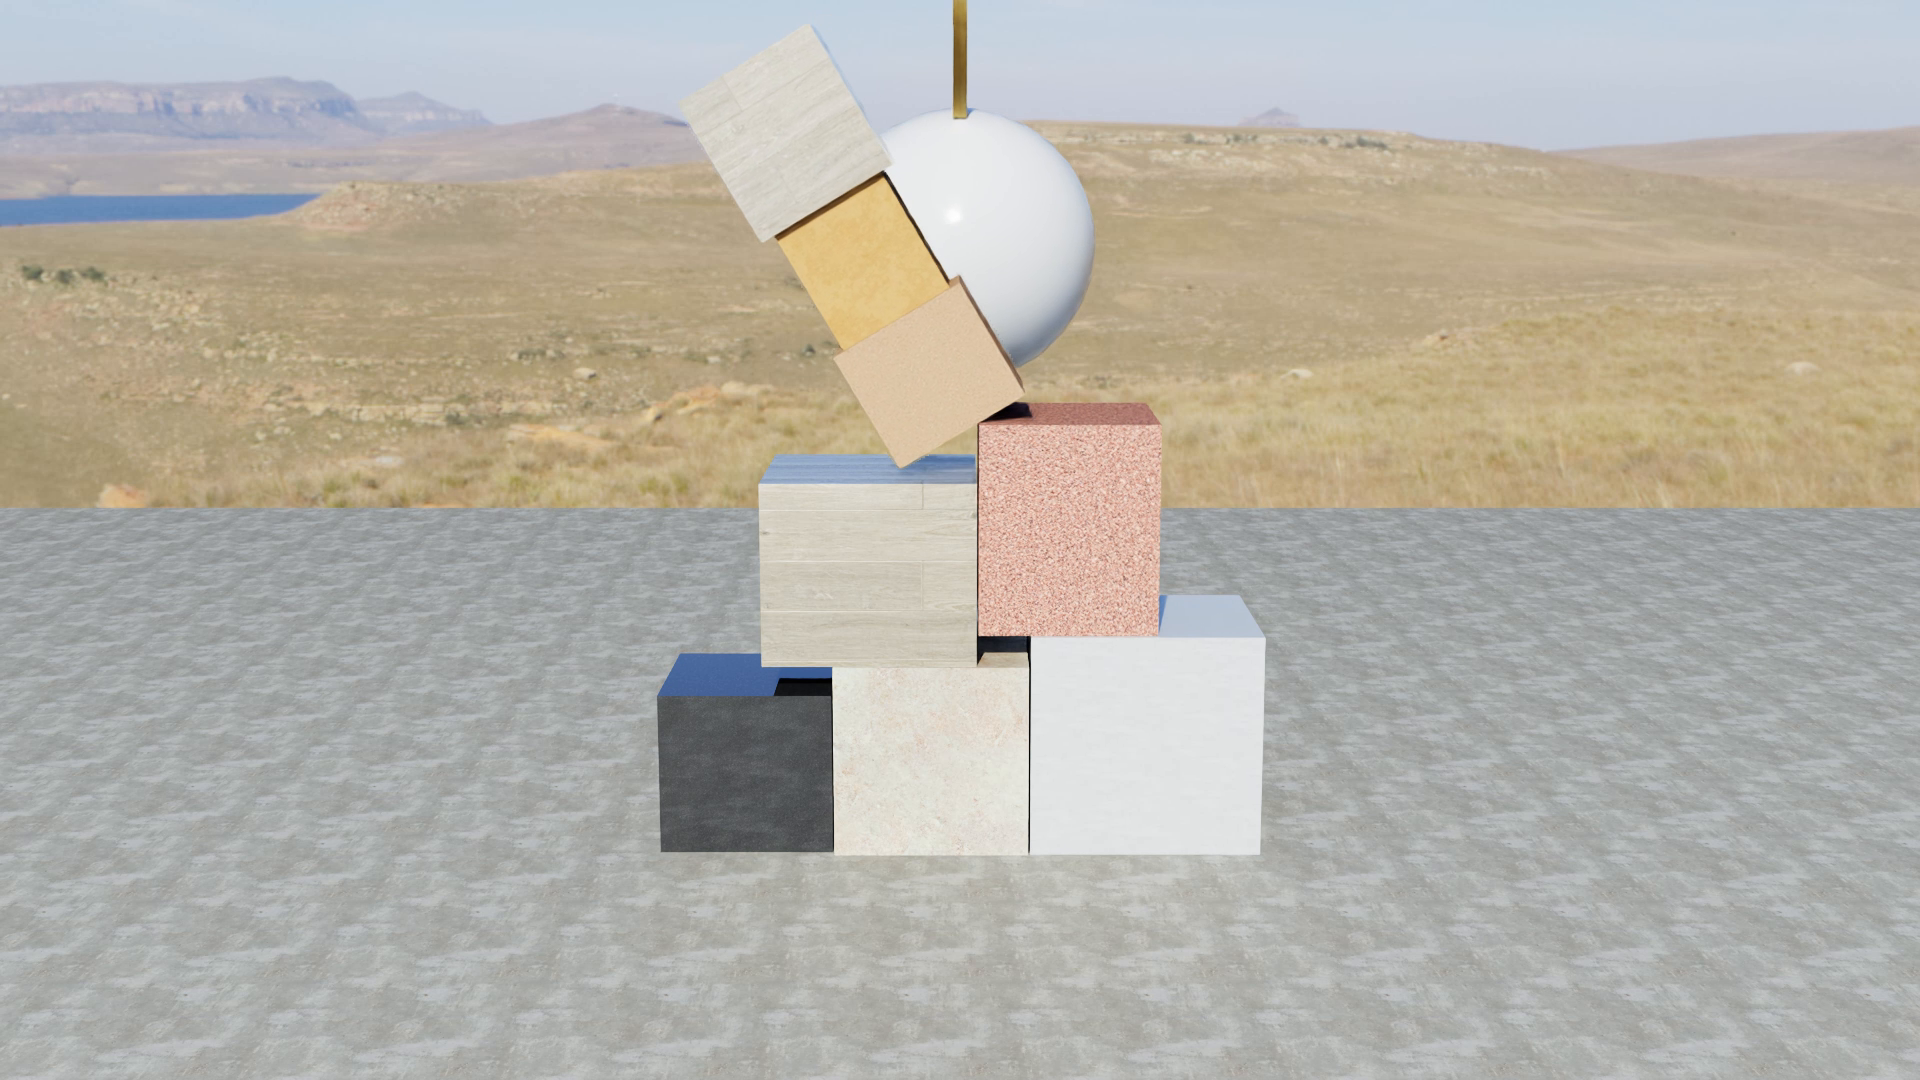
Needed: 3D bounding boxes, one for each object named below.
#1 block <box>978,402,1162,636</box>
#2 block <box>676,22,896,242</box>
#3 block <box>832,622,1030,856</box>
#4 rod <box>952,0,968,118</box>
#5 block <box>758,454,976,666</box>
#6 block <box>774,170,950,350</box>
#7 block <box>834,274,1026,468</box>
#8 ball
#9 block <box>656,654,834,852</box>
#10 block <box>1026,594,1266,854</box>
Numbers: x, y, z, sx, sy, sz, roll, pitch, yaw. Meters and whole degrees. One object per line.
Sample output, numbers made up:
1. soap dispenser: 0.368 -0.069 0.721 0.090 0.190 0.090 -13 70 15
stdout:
1. block: 0.533 -0.125 11.156 0.882 1.041 0.926 0 10 0
2. block: -0.833 -1.996 10.811 0.732 0.767 0.722 -30 9 5
3. block: -0.143 1.002 11.380 0.963 0.957 1.068 0 10 0
4. rod: 0.000 -4.662 11.246 0.080 5.200 0.080 0 31 0
5. block: -0.446 0.085 11.209 1.055 0.908 1.016 0 10 0
6. block: -0.473 -1.397 10.915 0.600 0.647 0.587 -30 9 5
7. block: -0.147 -0.855 11.009 0.711 0.630 0.703 -30 9 5
8. ball: 0.000 -1.734 12.974 1.600 1.600 1.600 0 10 0
9. block: -1.064 1.083 11.366 0.860 0.803 0.919 0 10 0
10. block: 0.921 0.930 11.357 1.146 1.107 1.025 0 10 0
